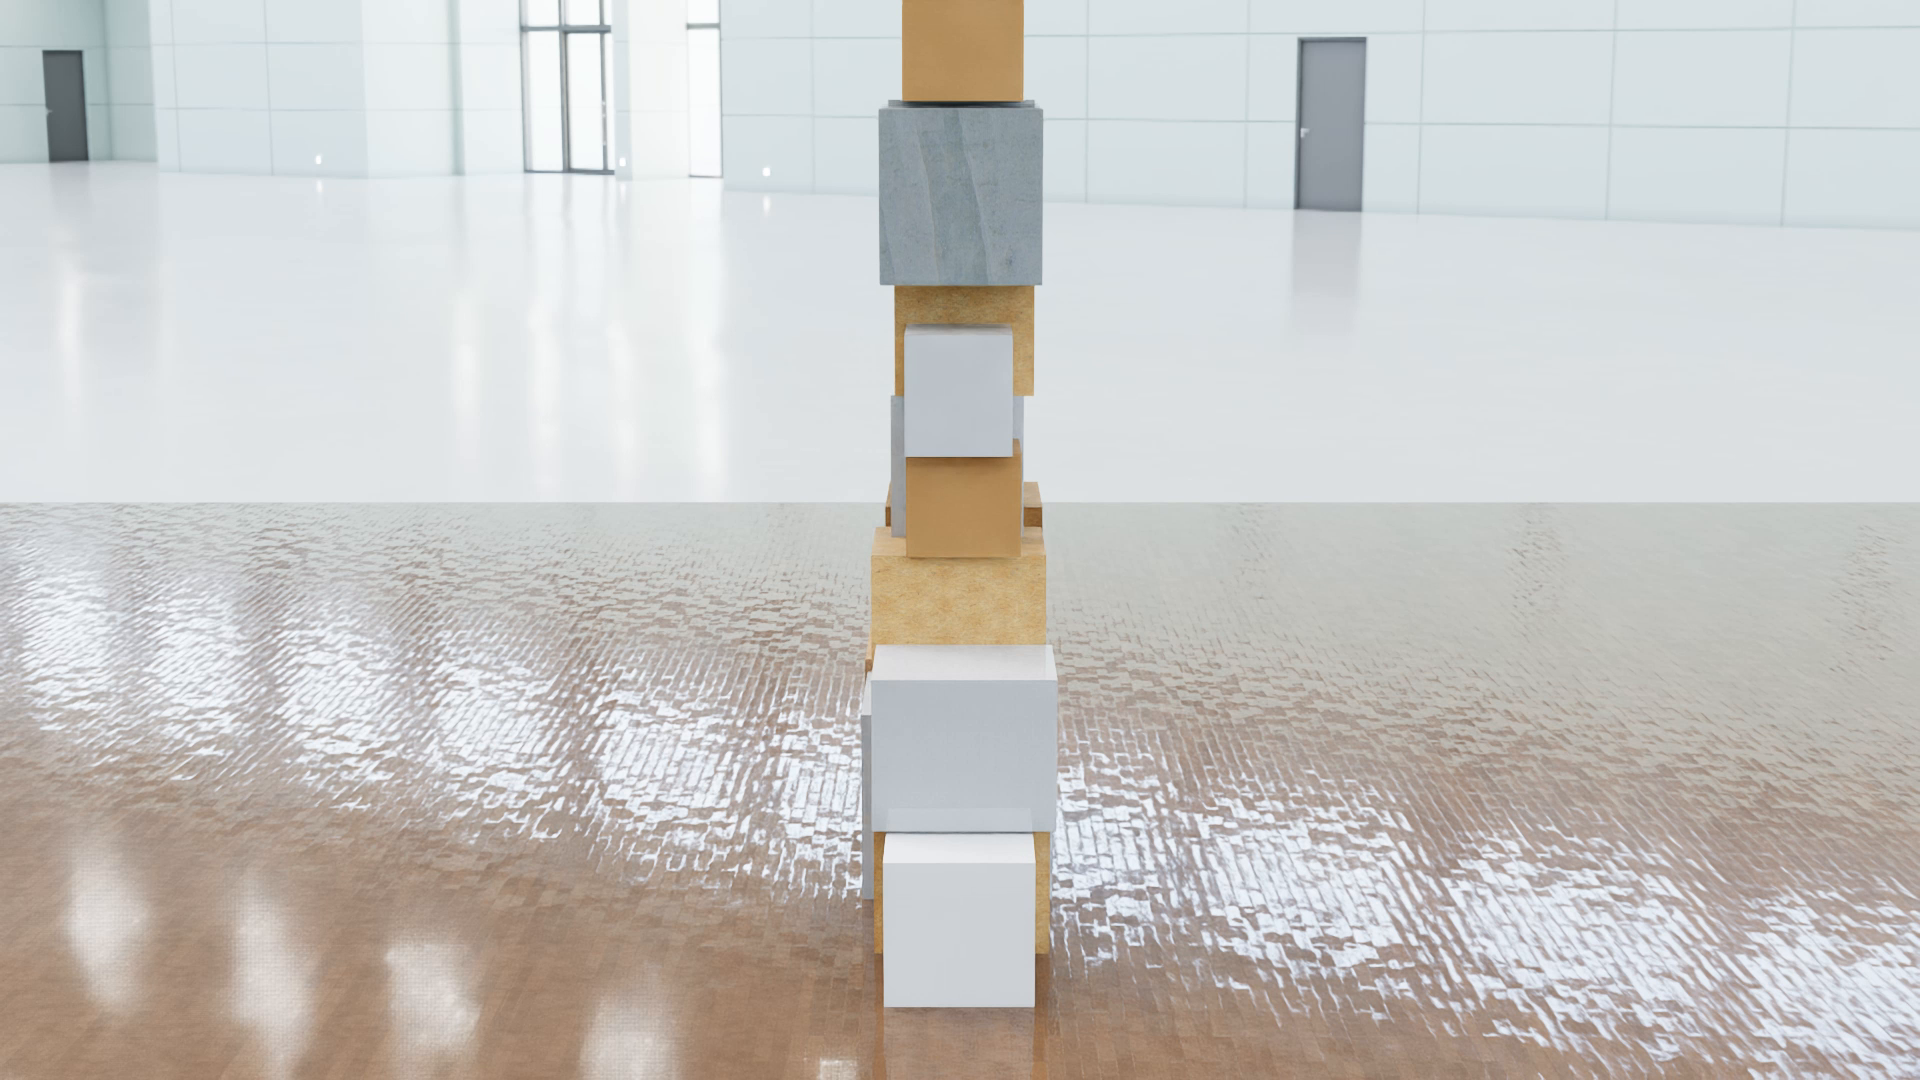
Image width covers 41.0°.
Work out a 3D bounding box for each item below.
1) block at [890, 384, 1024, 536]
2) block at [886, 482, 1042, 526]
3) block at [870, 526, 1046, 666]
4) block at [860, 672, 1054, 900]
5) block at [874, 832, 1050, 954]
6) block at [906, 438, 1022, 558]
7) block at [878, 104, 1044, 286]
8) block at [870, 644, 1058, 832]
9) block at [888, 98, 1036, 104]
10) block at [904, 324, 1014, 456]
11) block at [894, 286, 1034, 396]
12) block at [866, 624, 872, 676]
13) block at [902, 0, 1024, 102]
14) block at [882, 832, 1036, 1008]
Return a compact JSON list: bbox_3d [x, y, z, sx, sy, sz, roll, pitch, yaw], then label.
[{"bbox_3d":[-0.012,-0.362,11.132,0.562,0.605,0.580,0,10,0],"label":"block"},{"bbox_3d":[0.018,0.115,12.177,0.720,0.675,0.752,0,10,0],"label":"block"},{"bbox_3d":[-0.006,0.369,10.882,0.716,0.745,0.677,0,10,0],"label":"block"},{"bbox_3d":[-0.011,1.074,11.376,0.820,0.817,0.806,0,10,0],"label":"block"},{"bbox_3d":[0.007,1.323,10.655,0.706,0.585,0.683,0,10,0],"label":"block"},{"bbox_3d":[0.015,-0.179,10.629,0.468,0.424,0.452,0,10,0],"label":"block"},{"bbox_3d":[0.004,-1.432,10.581,0.657,0.701,0.648,0,11,0],"label":"block"},{"bbox_3d":[0.017,0.785,10.284,0.722,0.607,0.627,0,10,0],"label":"block"},{"bbox_3d":[0.007,-1.563,11.236,0.623,0.726,0.650,0,10,0],"label":"block"},{"bbox_3d":[-0.005,-0.619,10.497,0.434,0.488,0.497,0,10,0],"label":"block"},{"bbox_3d":[0.019,-0.896,10.982,0.585,0.498,0.529,0,10,0],"label":"block"},{"bbox_3d":[-0.017,0.903,12.162,0.831,0.871,0.780,0,10,0],"label":"block"},{"bbox_3d":[0.012,-2.118,10.799,0.499,0.521,0.557,0,11,0],"label":"block"},{"bbox_3d":[-0.003,1.445,10.017,0.575,0.572,0.595,0,10,0],"label":"block"}]
